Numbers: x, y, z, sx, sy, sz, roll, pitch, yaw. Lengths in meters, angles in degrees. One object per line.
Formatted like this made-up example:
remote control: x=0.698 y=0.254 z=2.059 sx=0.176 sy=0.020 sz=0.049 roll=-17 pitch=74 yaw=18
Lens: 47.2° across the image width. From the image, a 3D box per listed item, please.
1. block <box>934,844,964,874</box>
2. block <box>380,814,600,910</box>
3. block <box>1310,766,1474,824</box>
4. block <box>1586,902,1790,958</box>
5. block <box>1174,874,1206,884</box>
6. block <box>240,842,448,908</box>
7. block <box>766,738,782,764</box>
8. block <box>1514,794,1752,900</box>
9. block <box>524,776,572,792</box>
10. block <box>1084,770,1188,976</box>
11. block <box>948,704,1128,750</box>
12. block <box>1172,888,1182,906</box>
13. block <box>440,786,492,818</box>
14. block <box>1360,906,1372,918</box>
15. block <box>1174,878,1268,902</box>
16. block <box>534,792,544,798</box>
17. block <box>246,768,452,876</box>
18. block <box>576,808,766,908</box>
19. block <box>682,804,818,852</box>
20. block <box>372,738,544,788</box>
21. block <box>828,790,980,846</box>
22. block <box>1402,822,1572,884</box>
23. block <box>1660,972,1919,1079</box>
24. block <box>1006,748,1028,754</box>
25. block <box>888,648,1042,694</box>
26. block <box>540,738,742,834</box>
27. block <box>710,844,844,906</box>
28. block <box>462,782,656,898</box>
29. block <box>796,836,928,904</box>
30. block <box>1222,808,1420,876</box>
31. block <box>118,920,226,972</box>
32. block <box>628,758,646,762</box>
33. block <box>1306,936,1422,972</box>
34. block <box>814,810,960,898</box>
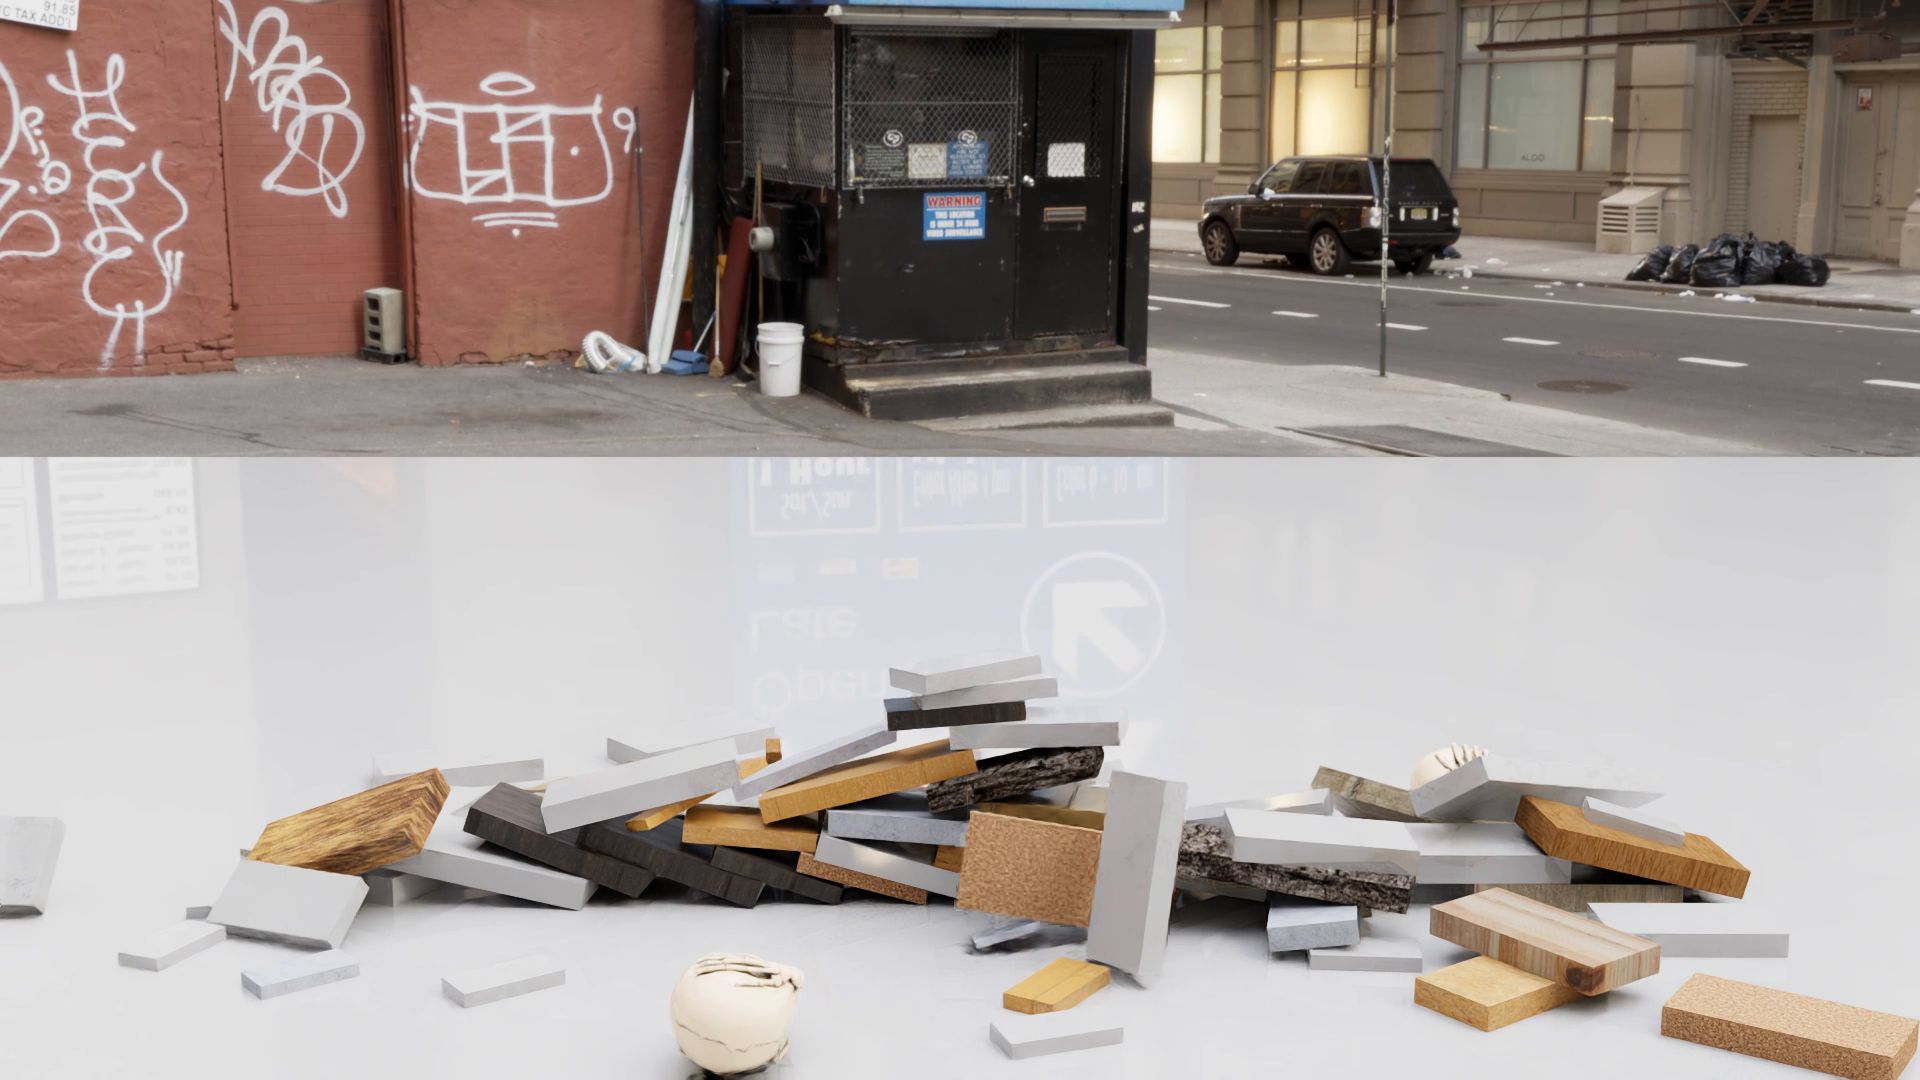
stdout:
block: x=0.106 y=0.535 z=3.657 sx=0.293 sy=0.042 sz=0.147 roll=14 pitch=10 yaw=-1
block: x=-0.773 y=0.532 z=3.673 sx=0.340 sy=0.048 sz=0.170 roll=12 pitch=11 yaw=2
block: x=0.780 y=0.484 z=3.897 sx=0.297 sy=0.042 sz=0.148 roll=12 pitch=-22 yaw=49
block: x=1.138 y=0.611 z=3.449 sx=0.273 sy=0.039 sz=0.136 roll=0 pitch=11 yaw=0
block: x=0.302 y=0.511 z=3.585 sx=0.198 sy=0.028 sz=0.099 roll=12 pitch=13 yaw=1
block: x=-1.039 y=0.550 z=3.752 sx=0.340 sy=0.048 sz=0.170 roll=6 pitch=12 yaw=27
block: x=-0.326 y=0.443 z=3.832 sx=0.025 sy=0.177 sz=0.089 roll=0 pitch=11 yaw=-6
block: x=1.106 y=0.505 z=3.628 sx=0.338 sy=0.048 sz=0.169 roll=13 pitch=10 yaw=-8
block: x=-0.777 y=0.484 z=4.175 sx=0.081 sy=0.023 sz=0.161 roll=8 pitch=13 yaw=37
block: x=0.265 y=0.499 z=3.318 sx=0.041 sy=0.288 sz=0.144 roll=11 pitch=-4 yaw=-30
block: x=0.131 y=0.306 z=3.609 sx=0.276 sy=0.039 sz=0.138 roll=-2 pitch=7 yaw=11
block: x=0.262 y=0.542 z=3.638 sx=0.198 sy=0.028 sz=0.099 roll=21 pitch=10 yaw=-11
block: x=-0.935 y=0.484 z=3.904 sx=0.116 sy=0.033 sz=0.232 roll=3 pitch=9 yaw=13
block: x=0.622 y=0.585 z=3.605 sx=0.079 sy=0.022 sz=0.158 roll=-8 pitch=10 yaw=2
block: x=0.401 y=0.552 z=3.647 sx=0.198 sy=0.028 sz=0.099 roll=11 pitch=12 yaw=-15
block: x=-0.622 y=0.512 z=3.855 sx=0.310 sy=0.044 sz=0.155 roll=9 pitch=12 yaw=6
block: x=-1.014 y=0.489 z=3.606 sx=0.340 sy=0.048 sz=0.170 roll=-19 pitch=27 yaw=17
block: x=-0.471 y=0.517 z=3.669 sx=0.310 sy=0.044 sz=0.155 roll=20 pitch=11 yaw=1
block: x=-0.347 y=0.477 z=3.655 sx=0.219 sy=0.031 sz=0.109 roll=5 pitch=12 yaw=-4
block: x=-0.987 y=0.447 z=4.322 sx=0.307 sy=0.043 sz=0.153 roll=-4 pitch=11 yaw=-22
block: x=-0.061 y=0.459 z=3.644 sx=0.293 sy=0.042 sz=0.147 roll=4 pitch=10 yaw=6
block: x=0.824 y=0.520 z=3.654 sx=0.338 sy=0.048 sz=0.169 roll=0 pitch=11 yaw=0
block: x=1.156 y=0.680 z=3.066 sx=0.307 sy=0.043 sz=0.153 roll=7 pitch=13 yaw=34
block: x=0.154 y=0.453 z=4.305 sx=0.132 sy=0.037 sz=0.265 roll=1 pitch=11 yaw=4
block: x=0.009 y=0.214 z=3.610 sx=0.225 sy=0.032 sz=0.112 roll=-8 pitch=8 yaw=-32
block: x=-0.525 y=0.405 z=3.643 sx=0.321 sy=0.046 sz=0.161 roll=-14 pitch=9 yaw=-4
block: x=-0.302 y=0.540 z=3.651 sx=0.219 sy=0.031 sz=0.109 roll=18 pitch=11 yaw=-6
block: x=-0.655 y=0.498 z=3.671 sx=0.310 sy=0.044 sz=0.155 roll=20 pitch=11 yaw=4
block: x=-0.160 y=0.547 z=3.660 sx=0.219 sy=0.031 sz=0.109 roll=15 pitch=10 yaw=-3
block: x=0.570 y=0.479 z=3.494 sx=0.290 sy=0.041 sz=0.145 roll=5 pitch=11 yaw=-1
block: x=-1.219 y=0.628 z=3.406 sx=0.076 sy=0.022 sz=0.152 roll=4 pitch=11 yaw=22
block: x=-0.533 y=0.435 z=4.186 sx=0.146 sy=0.041 sz=0.292 roll=-3 pitch=-4 yaw=-18
block: x=0.618 y=0.634 z=3.369 sx=0.167 sy=0.024 sz=0.084 roll=1 pitch=11 yaw=5
block: x=-0.091 y=0.528 z=3.661 sx=0.293 sy=0.042 sz=0.147 roll=15 pitch=10 yaw=-2
